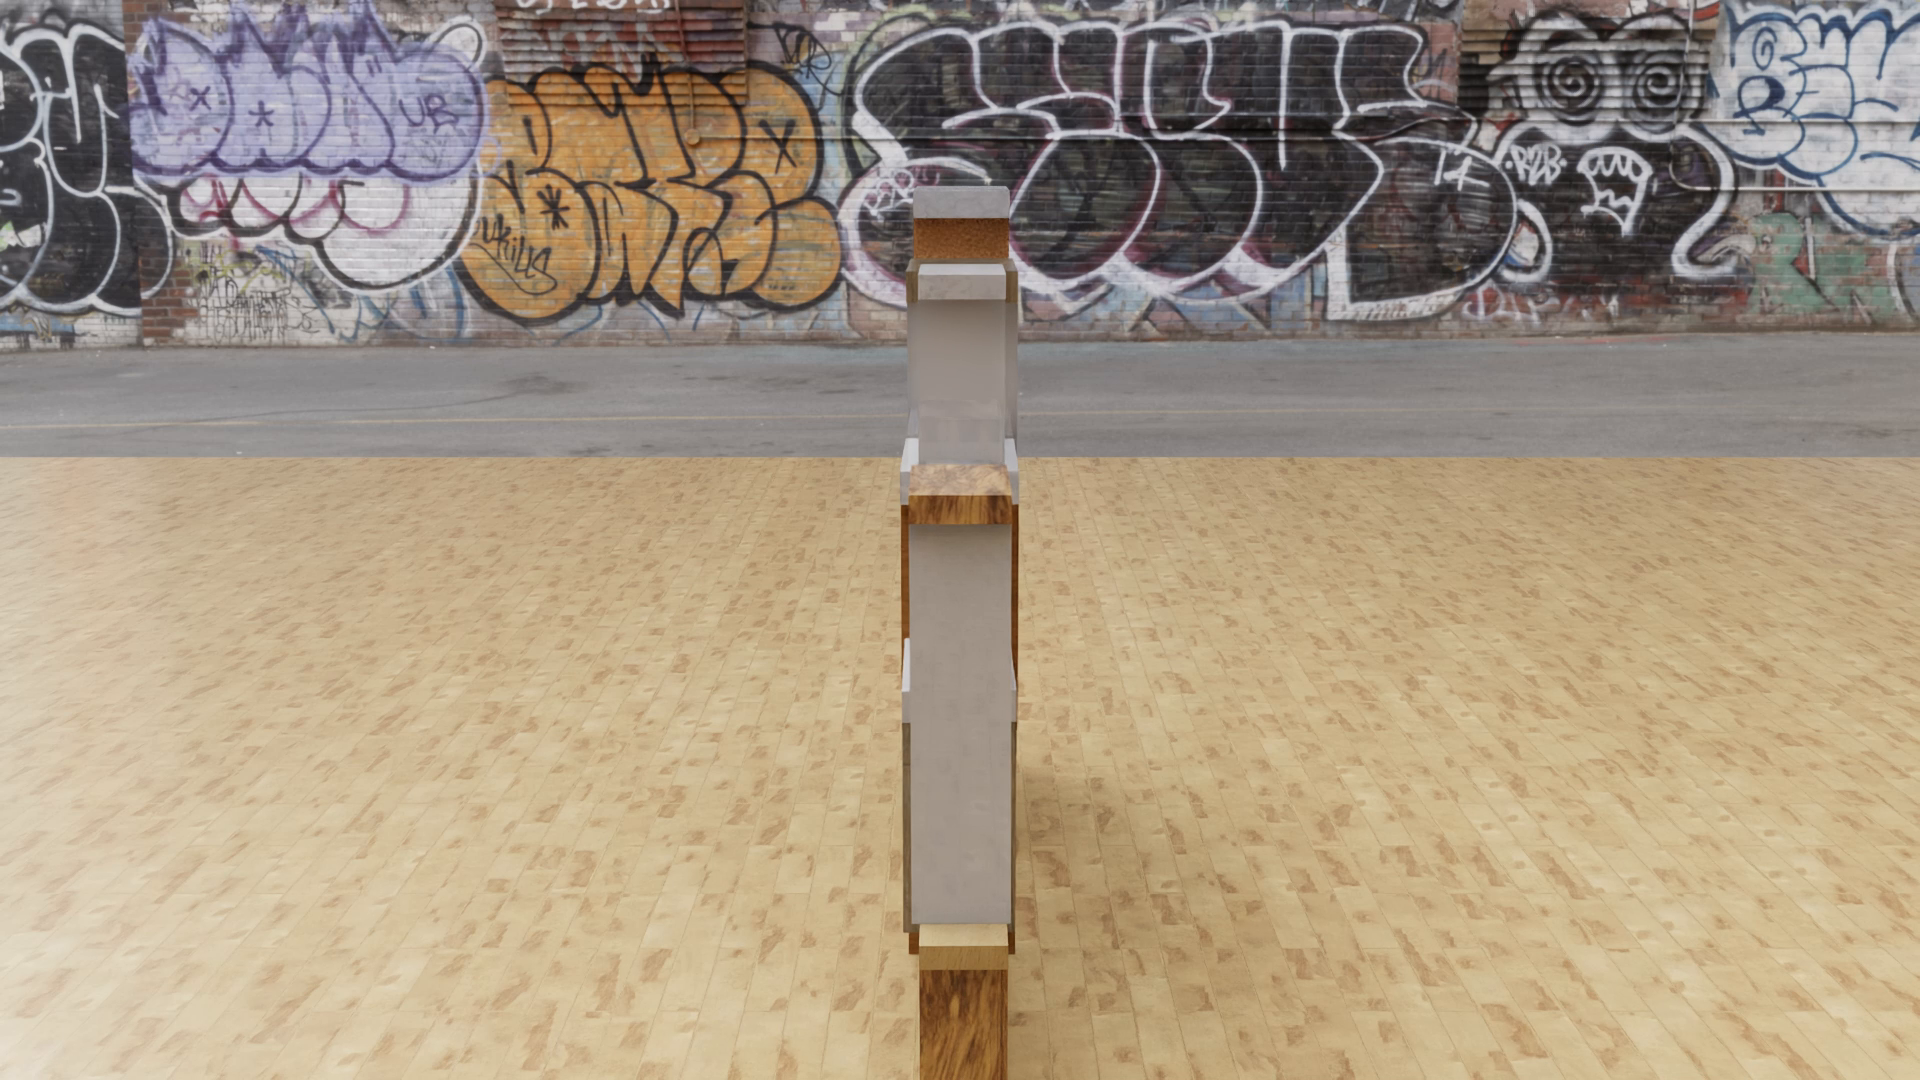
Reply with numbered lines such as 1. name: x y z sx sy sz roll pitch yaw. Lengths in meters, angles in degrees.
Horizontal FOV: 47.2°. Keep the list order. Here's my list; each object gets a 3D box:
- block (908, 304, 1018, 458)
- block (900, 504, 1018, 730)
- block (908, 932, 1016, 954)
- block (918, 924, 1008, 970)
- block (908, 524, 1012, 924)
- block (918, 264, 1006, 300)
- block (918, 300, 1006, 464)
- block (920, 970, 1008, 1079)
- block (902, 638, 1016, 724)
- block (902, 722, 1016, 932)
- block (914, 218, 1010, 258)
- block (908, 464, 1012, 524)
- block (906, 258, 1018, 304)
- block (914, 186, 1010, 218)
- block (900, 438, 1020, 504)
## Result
1. block: 0.004 -0.203 3.550 0.176 0.367 0.050 0 11 0
2. block: 0.000 0.108 3.267 0.172 0.345 0.049 0 11 0
3. block: 0.003 0.474 3.392 0.164 0.328 0.047 0 11 0
4. block: 0.005 0.500 2.848 0.111 0.031 0.222 0 10 0
5. block: 0.001 0.230 2.783 0.127 0.523 0.036 0 10 0
6. block: 0.003 -0.380 3.224 0.124 0.035 0.248 0 11 0
7. block: 0.002 -0.225 3.169 0.124 0.248 0.035 0 11 0
8. block: 0.005 0.639 2.798 0.111 0.222 0.031 0 11 0
9. block: -0.003 0.193 3.063 0.153 0.043 0.305 0 11 -1
10. block: -0.001 0.382 2.996 0.153 0.305 0.043 0 11 0
11. block: 0.003 -0.419 4.050 0.174 0.347 0.049 0 11 0
12. block: 0.000 -0.060 2.816 0.127 0.036 0.254 0 10 0
13. block: 0.003 -0.429 3.627 0.176 0.050 0.352 0 11 0
14. block: 0.003 -0.636 4.128 0.174 0.049 0.347 0 11 0
15. block: -0.001 -0.107 3.344 0.172 0.049 0.345 0 11 0
